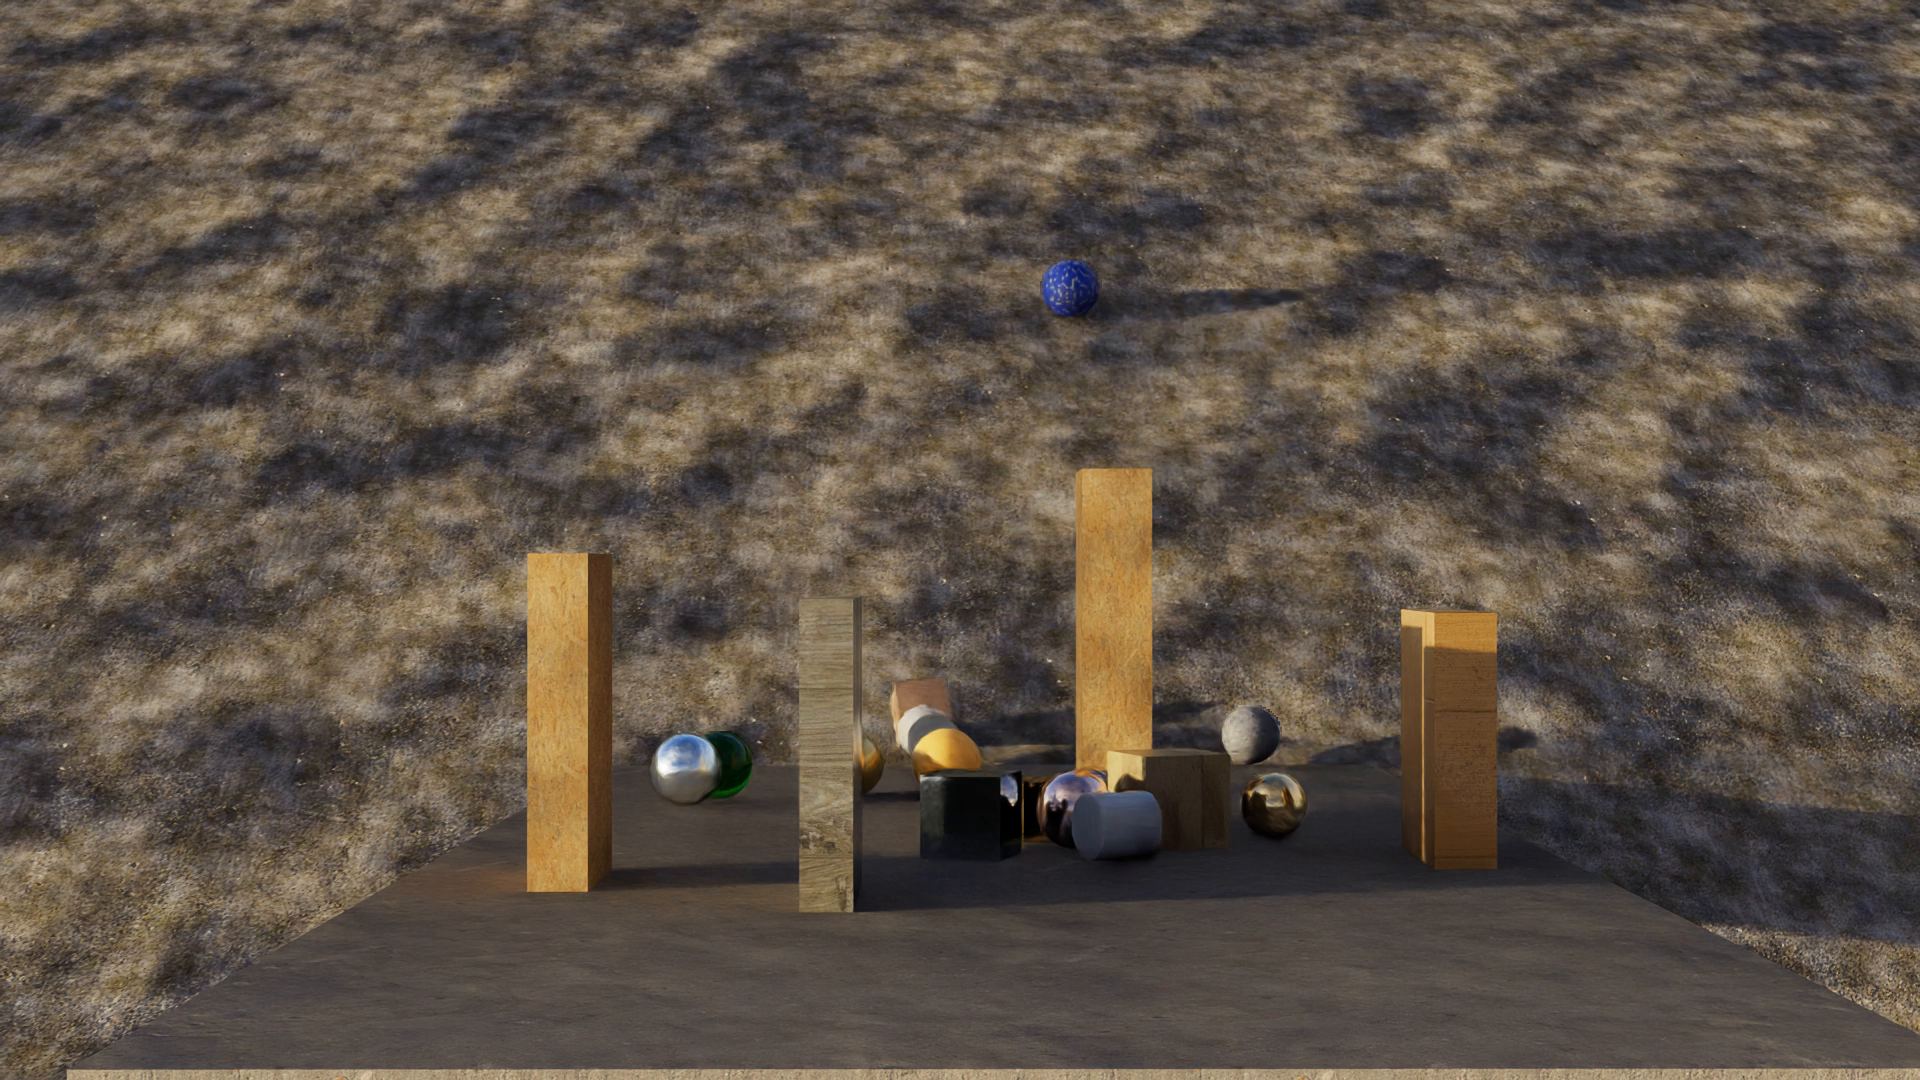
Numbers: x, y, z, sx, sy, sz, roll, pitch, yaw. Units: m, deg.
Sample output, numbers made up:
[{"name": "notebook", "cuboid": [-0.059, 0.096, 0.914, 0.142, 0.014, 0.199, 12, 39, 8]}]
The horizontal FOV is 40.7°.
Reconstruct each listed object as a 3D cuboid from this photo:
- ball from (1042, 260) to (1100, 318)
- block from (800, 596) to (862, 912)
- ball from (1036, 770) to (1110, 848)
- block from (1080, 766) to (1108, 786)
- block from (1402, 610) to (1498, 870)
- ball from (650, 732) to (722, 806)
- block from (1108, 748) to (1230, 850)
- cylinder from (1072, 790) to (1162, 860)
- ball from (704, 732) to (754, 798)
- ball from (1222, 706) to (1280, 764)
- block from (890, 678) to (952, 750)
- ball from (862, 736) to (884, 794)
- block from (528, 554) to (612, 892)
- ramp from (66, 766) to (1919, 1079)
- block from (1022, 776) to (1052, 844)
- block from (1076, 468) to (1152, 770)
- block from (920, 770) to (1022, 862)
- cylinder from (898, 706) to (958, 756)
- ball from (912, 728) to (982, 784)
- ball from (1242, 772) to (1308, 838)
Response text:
[{"name": "ball", "cuboid": [0.388, -0.880, 9.073, 0.202, 0.202, 0.202, 0, 31, 0]}, {"name": "block", "cuboid": [-0.201, 0.326, 4.068, 0.081, 0.471, 0.339, 0, 0, 0]}, {"name": "ball", "cuboid": [0.211, 0.495, 4.764, 0.145, 0.145, 0.145, 0, 31, 0]}, {"name": "block", "cuboid": [0.300, 0.504, 4.979, 0.129, 0.129, 0.129, 0, 0, 0]}, {"name": "block", "cuboid": [0.867, 0.346, 4.609, 0.107, 0.439, 0.333, 0, 0, 0]}, {"name": "ball", "cuboid": [-0.593, 0.497, 5.620, 0.156, 0.156, 0.156, 0, 31, 0]}, {"name": "block", "cuboid": [0.388, 0.482, 4.832, 0.171, 0.171, 0.171, 0, 0, -21]}, {"name": "cylinder", "cuboid": [0.279, 0.507, 4.601, 0.118, 0.118, 0.118, 0, 28, -27]}, {"name": "ball", "cuboid": [-0.534, 0.501, 5.760, 0.149, 0.149, 0.149, 0, 31, 0]}, {"name": "ball", "cuboid": [0.758, 0.509, 6.759, 0.151, 0.151, 0.151, 0, 31, 0]}, {"name": "block", "cuboid": [-0.103, 0.461, 6.880, 0.134, 0.134, 0.134, -6, 64, -10]}, {"name": "ball", "cuboid": [-0.241, 0.506, 5.827, 0.139, 0.139, 0.139, 0, 31, 0]}, {"name": "block", "cuboid": [-0.644, 0.293, 4.291, 0.097, 0.541, 0.292, 0, 0, 0]}, {"name": "ramp", "cuboid": [0.070, 0.617, 4.694, 2.000, 0.100, 4.000, 0, 0, 0]}, {"name": "block", "cuboid": [0.139, 0.512, 4.929, 0.113, 0.113, 0.113, 0, -1, -30]}, {"name": "block", "cuboid": [0.306, 0.216, 5.180, 0.137, 0.708, 0.267, 0, 0, 0]}, {"name": "block", "cuboid": [0.021, 0.493, 4.653, 0.147, 0.147, 0.147, 0, 0, 16]}, {"name": "cylinder", "cuboid": [-0.082, 0.507, 6.721, 0.138, 0.138, 0.138, -7, 7, -11]}, {"name": "ball", "cuboid": [-0.030, 0.498, 5.800, 0.155, 0.155, 0.155, 0, 31, 0]}, {"name": "ball", "cuboid": [0.600, 0.506, 4.944, 0.126, 0.126, 0.126, 0, 31, 0]}]
